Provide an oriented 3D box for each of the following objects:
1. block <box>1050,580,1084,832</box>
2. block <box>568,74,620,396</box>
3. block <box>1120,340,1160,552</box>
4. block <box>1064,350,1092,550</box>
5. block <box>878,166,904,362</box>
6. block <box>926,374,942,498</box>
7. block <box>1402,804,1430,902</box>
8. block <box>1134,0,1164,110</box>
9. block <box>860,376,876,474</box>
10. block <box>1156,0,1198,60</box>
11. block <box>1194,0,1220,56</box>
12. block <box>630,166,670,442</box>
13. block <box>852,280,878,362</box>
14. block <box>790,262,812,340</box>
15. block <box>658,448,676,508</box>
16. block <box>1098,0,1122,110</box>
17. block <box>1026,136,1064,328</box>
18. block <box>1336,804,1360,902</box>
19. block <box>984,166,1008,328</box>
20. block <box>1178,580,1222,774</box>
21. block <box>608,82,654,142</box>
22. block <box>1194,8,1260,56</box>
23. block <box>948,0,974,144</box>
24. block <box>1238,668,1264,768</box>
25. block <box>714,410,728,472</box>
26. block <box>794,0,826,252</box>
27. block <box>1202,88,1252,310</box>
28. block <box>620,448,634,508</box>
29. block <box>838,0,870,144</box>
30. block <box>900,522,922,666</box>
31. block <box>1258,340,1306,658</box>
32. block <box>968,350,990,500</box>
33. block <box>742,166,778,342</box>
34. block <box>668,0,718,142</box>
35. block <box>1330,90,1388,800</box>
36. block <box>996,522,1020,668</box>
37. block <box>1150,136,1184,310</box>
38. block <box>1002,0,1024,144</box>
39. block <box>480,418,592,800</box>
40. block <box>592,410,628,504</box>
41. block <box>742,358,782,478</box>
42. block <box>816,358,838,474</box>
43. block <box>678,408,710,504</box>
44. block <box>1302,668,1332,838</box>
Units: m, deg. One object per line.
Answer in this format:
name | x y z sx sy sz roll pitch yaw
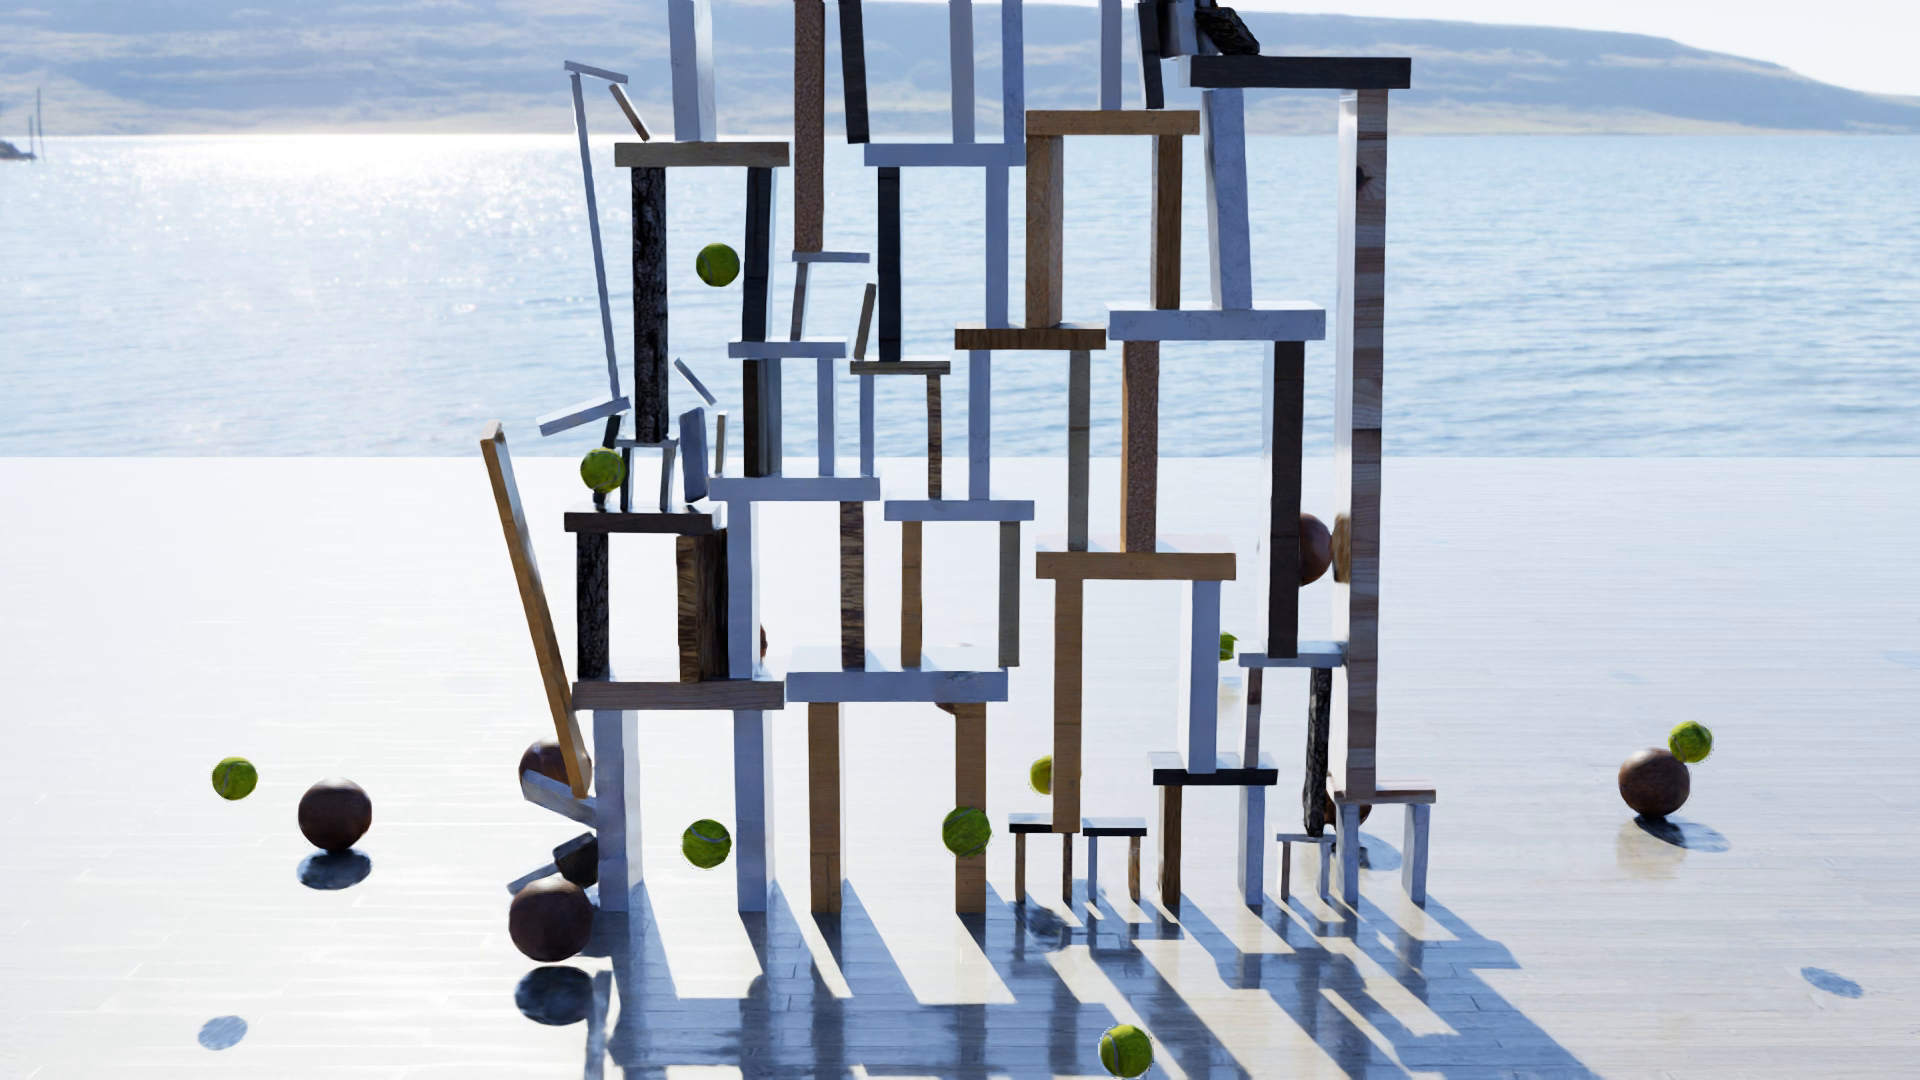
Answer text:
block | 0.175 0.254 3.609 0.045 0.419 0.159 0 11 1
block | -0.577 -0.479 3.474 0.014 0.506 0.050 -8 14 -12
block | 0.288 -0.161 3.529 0.047 0.335 0.167 0 11 1
block | 0.188 -0.152 3.527 0.034 0.318 0.119 0 11 1
block | -0.109 -0.438 3.476 0.035 0.302 0.125 0 11 0
block | -0.041 -0.171 3.526 0.023 0.196 0.080 0 11 -1
block | 0.758 0.507 3.658 0.024 0.167 0.083 1 11 0
block | 0.288 -0.805 3.405 0.028 0.273 0.098 -6 11 2
block | -0.148 -0.189 3.524 0.023 0.159 0.080 0 11 -1
block | 0.326 -0.840 3.374 0.028 0.195 0.098 -9 11 -13
block | 0.366 -0.804 3.377 0.017 0.119 0.059 -19 17 -17
block | -0.491 -0.375 3.487 0.038 0.427 0.135 0 10 -1
block | -0.150 -0.348 3.478 0.017 0.122 0.061 10 10 -5
block | -0.252 -0.379 3.480 0.017 0.122 0.061 7 10 1
block | -0.471 -0.103 3.537 0.014 0.097 0.049 5 10 1
block | 0.232 -0.780 3.409 0.032 0.223 0.112 0 11 1
block | 0.134 -0.491 3.484 0.038 0.297 0.133 2 11 12
block | 0.644 0.507 3.658 0.024 0.167 0.083 -1 11 0
block | 0.057 -0.464 3.473 0.035 0.249 0.125 0 11 0
block | 0.390 0.205 3.595 0.045 0.319 0.159 0 11 -1
block | -0.514 -0.668 3.438 0.014 0.099 0.050 -32 10 3
block | 0.403 -0.766 3.315 0.059 0.017 0.119 10 -11 32
block | 0.002 -0.741 3.417 0.035 0.244 0.122 -1 11 -1
block | 0.477 0.280 3.607 0.024 0.167 0.084 2 11 1
block | -0.383 -0.158 3.531 0.013 0.094 0.047 4 11 -1
block | -0.234 -0.678 3.429 0.040 0.448 0.140 1 10 -1
block | 0.418 -0.536 3.447 0.047 0.335 0.167 -4 11 2
block | -0.536 -0.103 3.539 0.014 0.097 0.049 4 10 0
block | -0.164 -0.740 3.416 0.035 0.244 0.122 -3 11 -1
block | -0.079 0.076 3.571 0.034 0.238 0.119 0 11 -2
block | 0.516 -0.076 3.542 0.047 0.507 0.167 0 11 2
block | 0.030 -0.191 3.521 0.034 0.238 0.119 0 11 -1
block | -0.317 -0.453 3.478 0.038 0.269 0.135 3 10 -1
block | -0.416 -0.761 3.411 0.040 0.281 0.140 -1 10 4
block | 0.638 -0.148 3.527 0.047 1.123 0.167 -1 11 1
block | 0.078 0.076 3.571 0.034 0.238 0.119 0 11 -1
block | 0.325 -0.503 3.463 0.038 0.266 0.133 0 11 1
block | 0.082 -0.756 3.417 0.032 0.274 0.112 -1 11 2
block | -0.660 0.118 3.443 0.021 0.643 0.074 -9 26 1
block | -0.569 -0.136 3.573 0.021 0.149 0.074 12 8 -3
block | -0.314 -0.198 3.493 0.026 0.185 0.093 4 11 18
block | -0.212 -0.203 3.521 0.026 0.185 0.093 0 10 1
block | -0.432 -0.138 3.577 0.047 0.151 0.013 -20 -23 36
block | 0.588 0.339 3.613 0.024 0.287 0.084 1 12 2
